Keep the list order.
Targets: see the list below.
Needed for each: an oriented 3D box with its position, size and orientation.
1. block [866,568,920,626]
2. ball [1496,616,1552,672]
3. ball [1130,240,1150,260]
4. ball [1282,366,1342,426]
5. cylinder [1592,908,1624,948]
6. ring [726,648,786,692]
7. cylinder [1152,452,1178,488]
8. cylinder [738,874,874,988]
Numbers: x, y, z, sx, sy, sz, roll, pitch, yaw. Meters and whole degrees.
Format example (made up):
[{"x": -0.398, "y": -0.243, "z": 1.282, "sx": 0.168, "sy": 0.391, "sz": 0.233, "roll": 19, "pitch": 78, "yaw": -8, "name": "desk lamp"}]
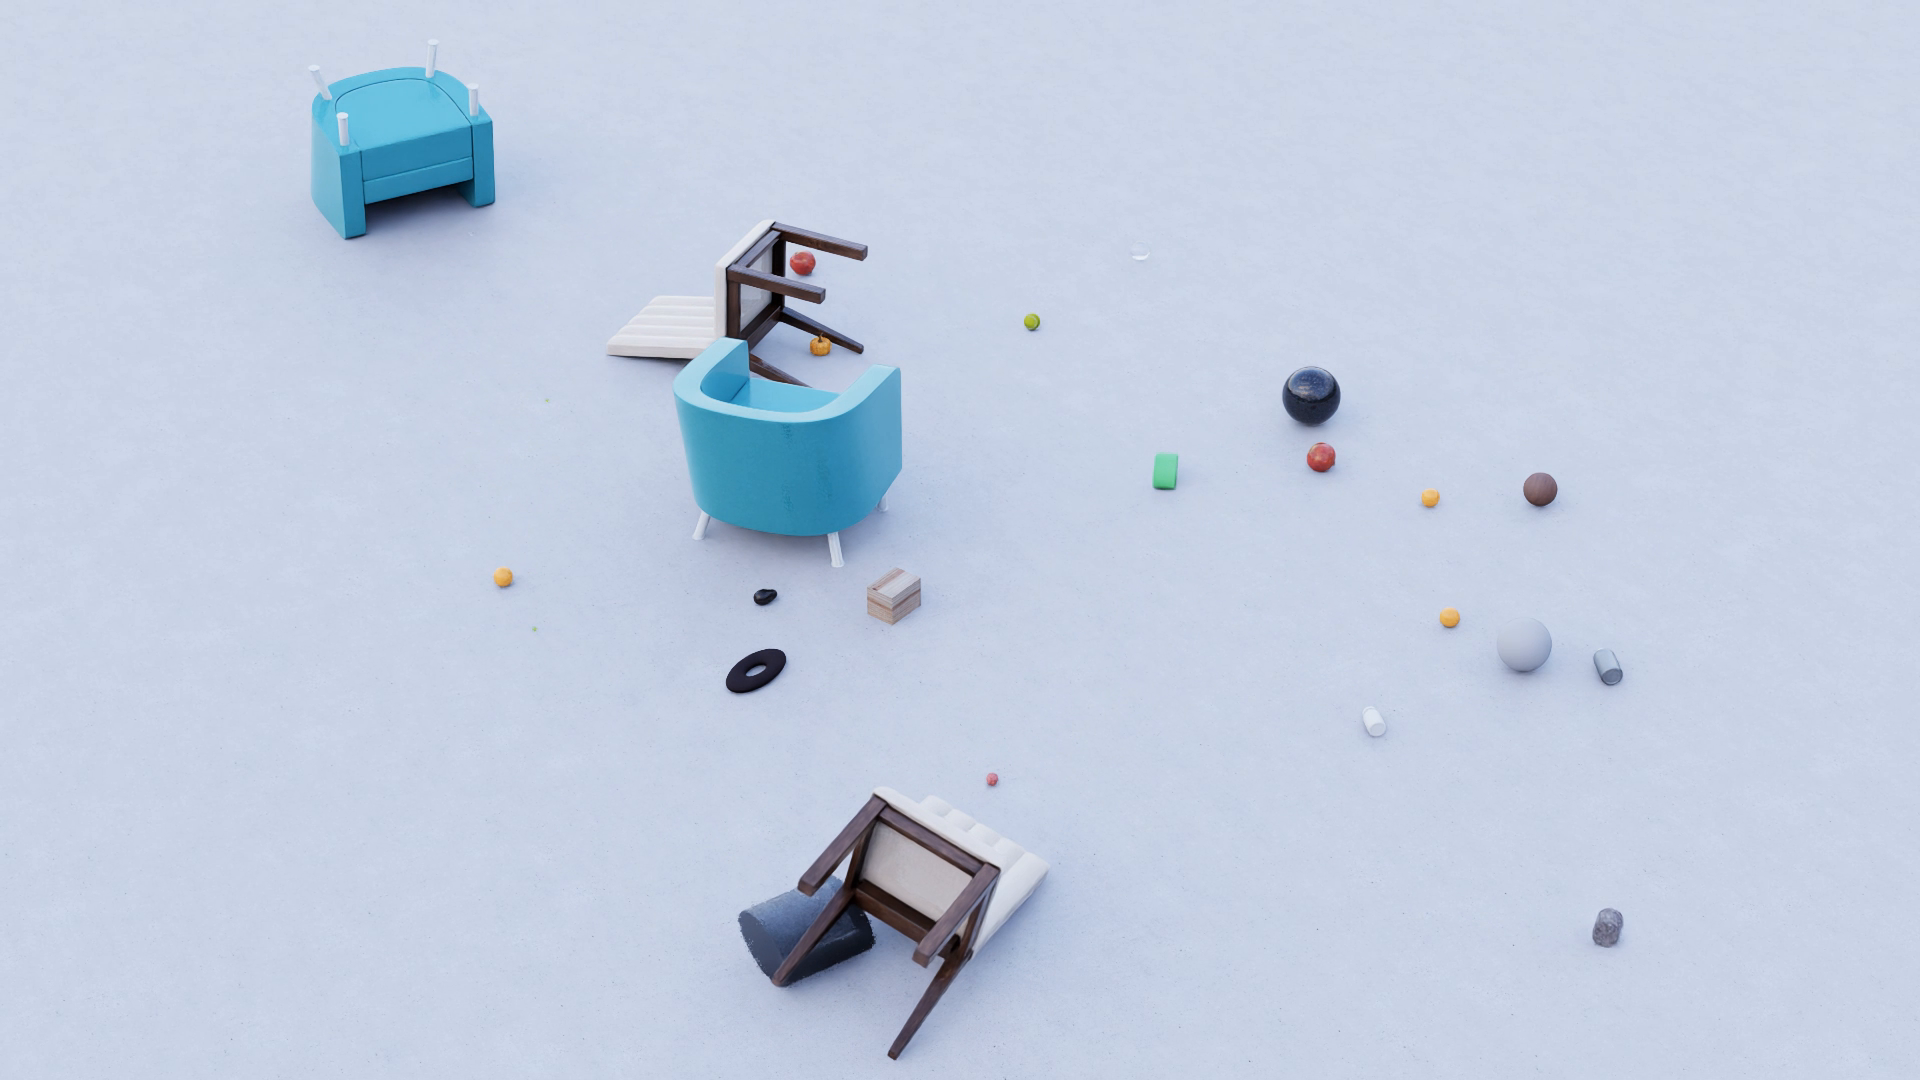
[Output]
[{"x": -0.237, "y": 0.201, "z": 10.531, "sx": 0.116, "sy": 0.119, "sz": 0.162, "roll": 23, "pitch": 40, "yaw": 31, "name": "block"}, {"x": 1.966, "y": 0.363, "z": 10.220, "sx": 0.191, "sy": 0.191, "sz": 0.191, "roll": 0, "pitch": 33, "yaw": 0, "name": "ball"}, {"x": 0.786, "y": -1.262, "z": 12.782, "sx": 0.085, "sy": 0.085, "sz": 0.085, "roll": 0, "pitch": 33, "yaw": 0, "name": "ball"}, {"x": 1.390, "y": -0.571, "z": 11.599, "sx": 0.234, "sy": 0.234, "sz": 0.234, "roll": 0, "pitch": 33, "yaw": 0, "name": "ball"}, {"x": 1.998, "y": 1.196, "z": 9.048, "sx": 0.080, "sy": 0.090, "sz": 0.082, "roll": 20, "pitch": 37, "yaw": 12, "name": "cylinder"}, {"x": -0.711, "y": 0.455, "z": 10.219, "sx": 0.152, "sy": 0.040, "sz": 0.285, "roll": 21, "pitch": 38, "yaw": 28, "name": "ring"}, {"x": 0.789, "y": -0.268, "z": 11.251, "sx": 0.084, "sy": 0.106, "sz": 0.154, "roll": 5, "pitch": 51, "yaw": 7, "name": "cylinder"}, {"x": -0.470, "y": 1.192, "z": 8.958, "sx": 0.308, "sy": 0.191, "sz": 0.289, "roll": -20, "pitch": 49, "yaw": -28, "name": "cylinder"}]
